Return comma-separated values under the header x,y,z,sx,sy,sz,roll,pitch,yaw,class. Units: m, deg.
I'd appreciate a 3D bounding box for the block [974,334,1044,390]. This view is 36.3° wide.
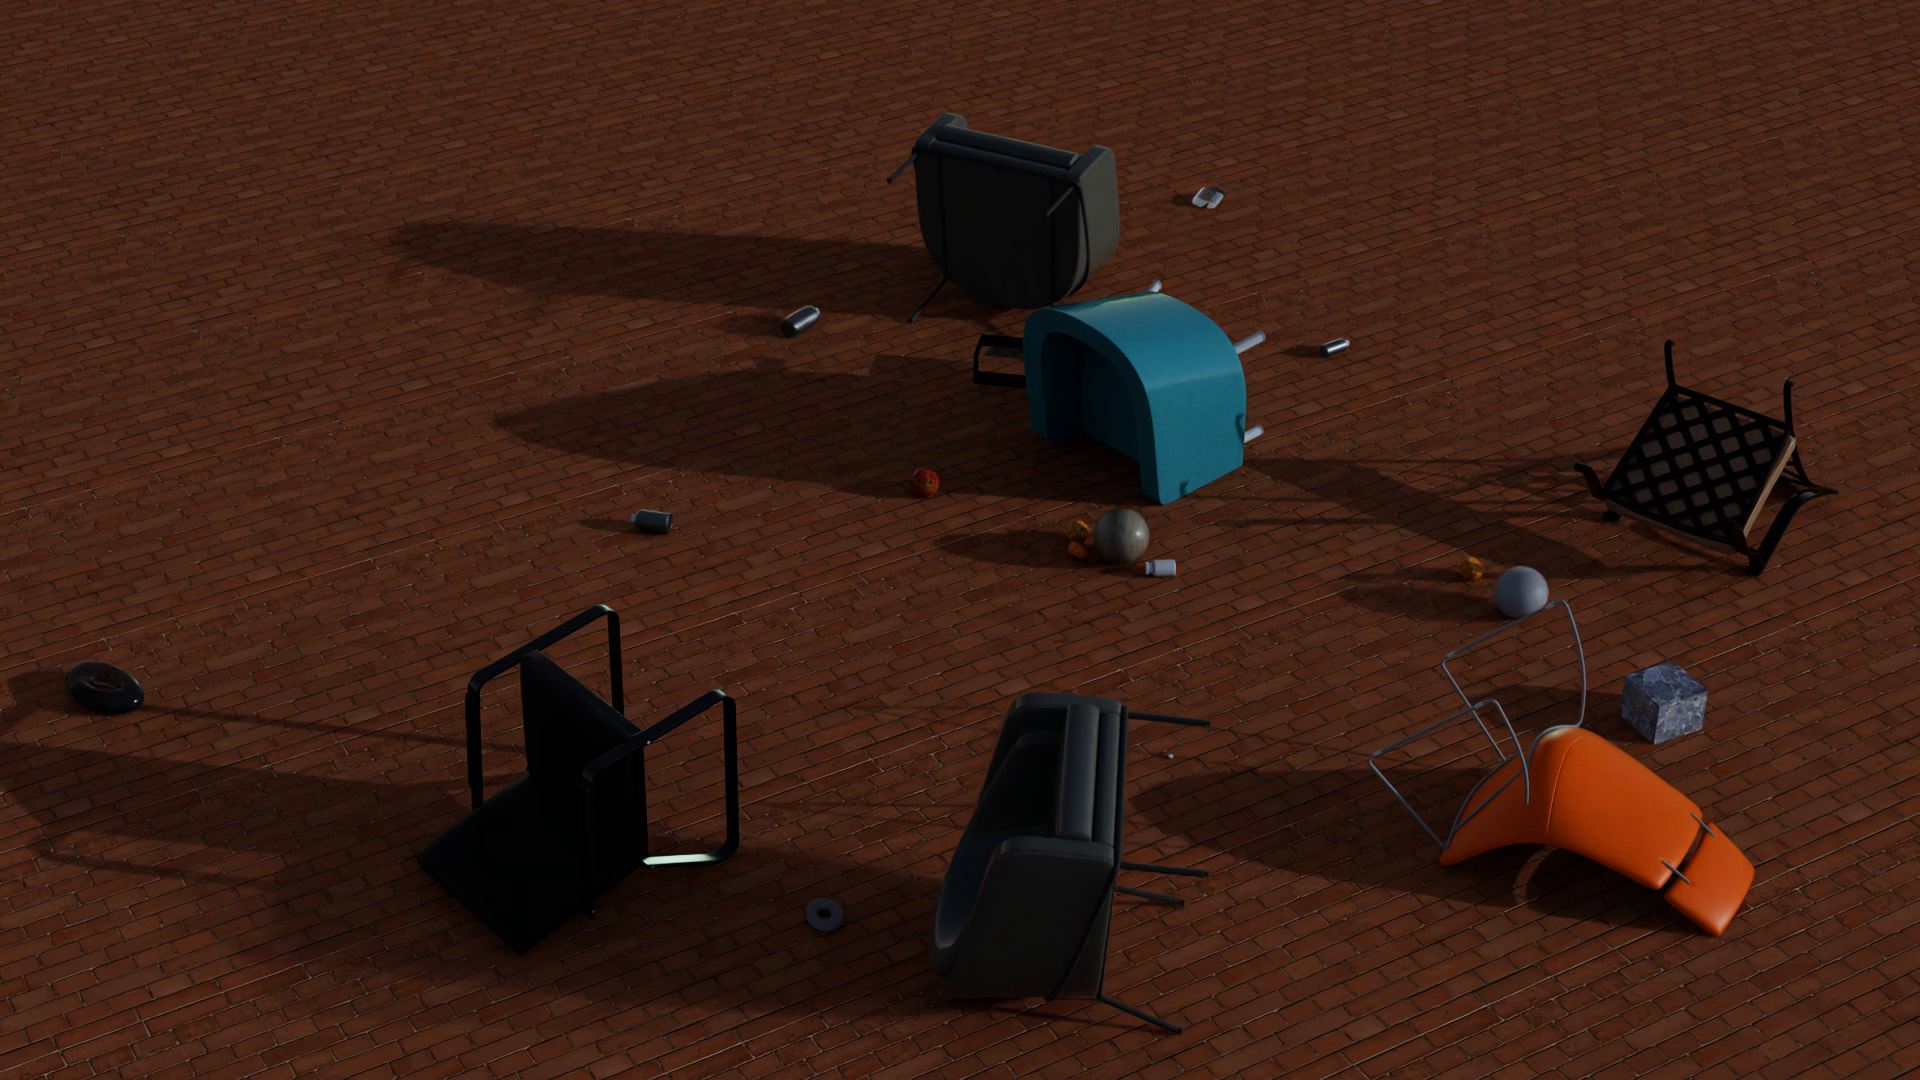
x,y,z,sx,sy,sz,roll,pitch,yaw,class
0.200,-0.725,11.921,0.262,0.136,0.174,6,34,9,block

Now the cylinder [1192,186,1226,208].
x,y,z,sx,sy,sz,roll,pitch,yaw,class
1.124,-1.547,13.251,0.121,0.046,0.118,13,36,19,cylinder

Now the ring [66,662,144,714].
x,y,z,sx,sy,sz,roll,pitch,yaw,class
-2.947,0.509,10.100,0.345,0.082,0.196,22,38,30,ring

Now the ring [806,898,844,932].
x,y,z,sx,sy,sz,roll,pitch,yaw,class
-0.423,1.169,9.138,0.116,0.036,0.150,-12,36,-16,ring

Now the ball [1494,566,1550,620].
x,y,z,sx,sy,sz,roll,pitch,yaw,class
2.009,0.188,10.486,0.191,0.191,0.191,0,33,0,ball

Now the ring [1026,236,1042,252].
x,y,z,sx,sy,sz,roll,pitch,yaw,class
0.324,-1.303,12.877,0.069,0.050,0.088,-15,38,-25,ring

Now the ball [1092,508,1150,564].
x,y,z,sx,sy,sz,roll,pitch,yaw,class
0.592,-0.015,10.777,0.209,0.209,0.209,0,33,0,ball

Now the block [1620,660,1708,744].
x,y,z,sx,sy,sz,roll,pitch,yaw,class
2.389,0.552,9.959,0.200,0.162,0.193,-15,36,-21,block
